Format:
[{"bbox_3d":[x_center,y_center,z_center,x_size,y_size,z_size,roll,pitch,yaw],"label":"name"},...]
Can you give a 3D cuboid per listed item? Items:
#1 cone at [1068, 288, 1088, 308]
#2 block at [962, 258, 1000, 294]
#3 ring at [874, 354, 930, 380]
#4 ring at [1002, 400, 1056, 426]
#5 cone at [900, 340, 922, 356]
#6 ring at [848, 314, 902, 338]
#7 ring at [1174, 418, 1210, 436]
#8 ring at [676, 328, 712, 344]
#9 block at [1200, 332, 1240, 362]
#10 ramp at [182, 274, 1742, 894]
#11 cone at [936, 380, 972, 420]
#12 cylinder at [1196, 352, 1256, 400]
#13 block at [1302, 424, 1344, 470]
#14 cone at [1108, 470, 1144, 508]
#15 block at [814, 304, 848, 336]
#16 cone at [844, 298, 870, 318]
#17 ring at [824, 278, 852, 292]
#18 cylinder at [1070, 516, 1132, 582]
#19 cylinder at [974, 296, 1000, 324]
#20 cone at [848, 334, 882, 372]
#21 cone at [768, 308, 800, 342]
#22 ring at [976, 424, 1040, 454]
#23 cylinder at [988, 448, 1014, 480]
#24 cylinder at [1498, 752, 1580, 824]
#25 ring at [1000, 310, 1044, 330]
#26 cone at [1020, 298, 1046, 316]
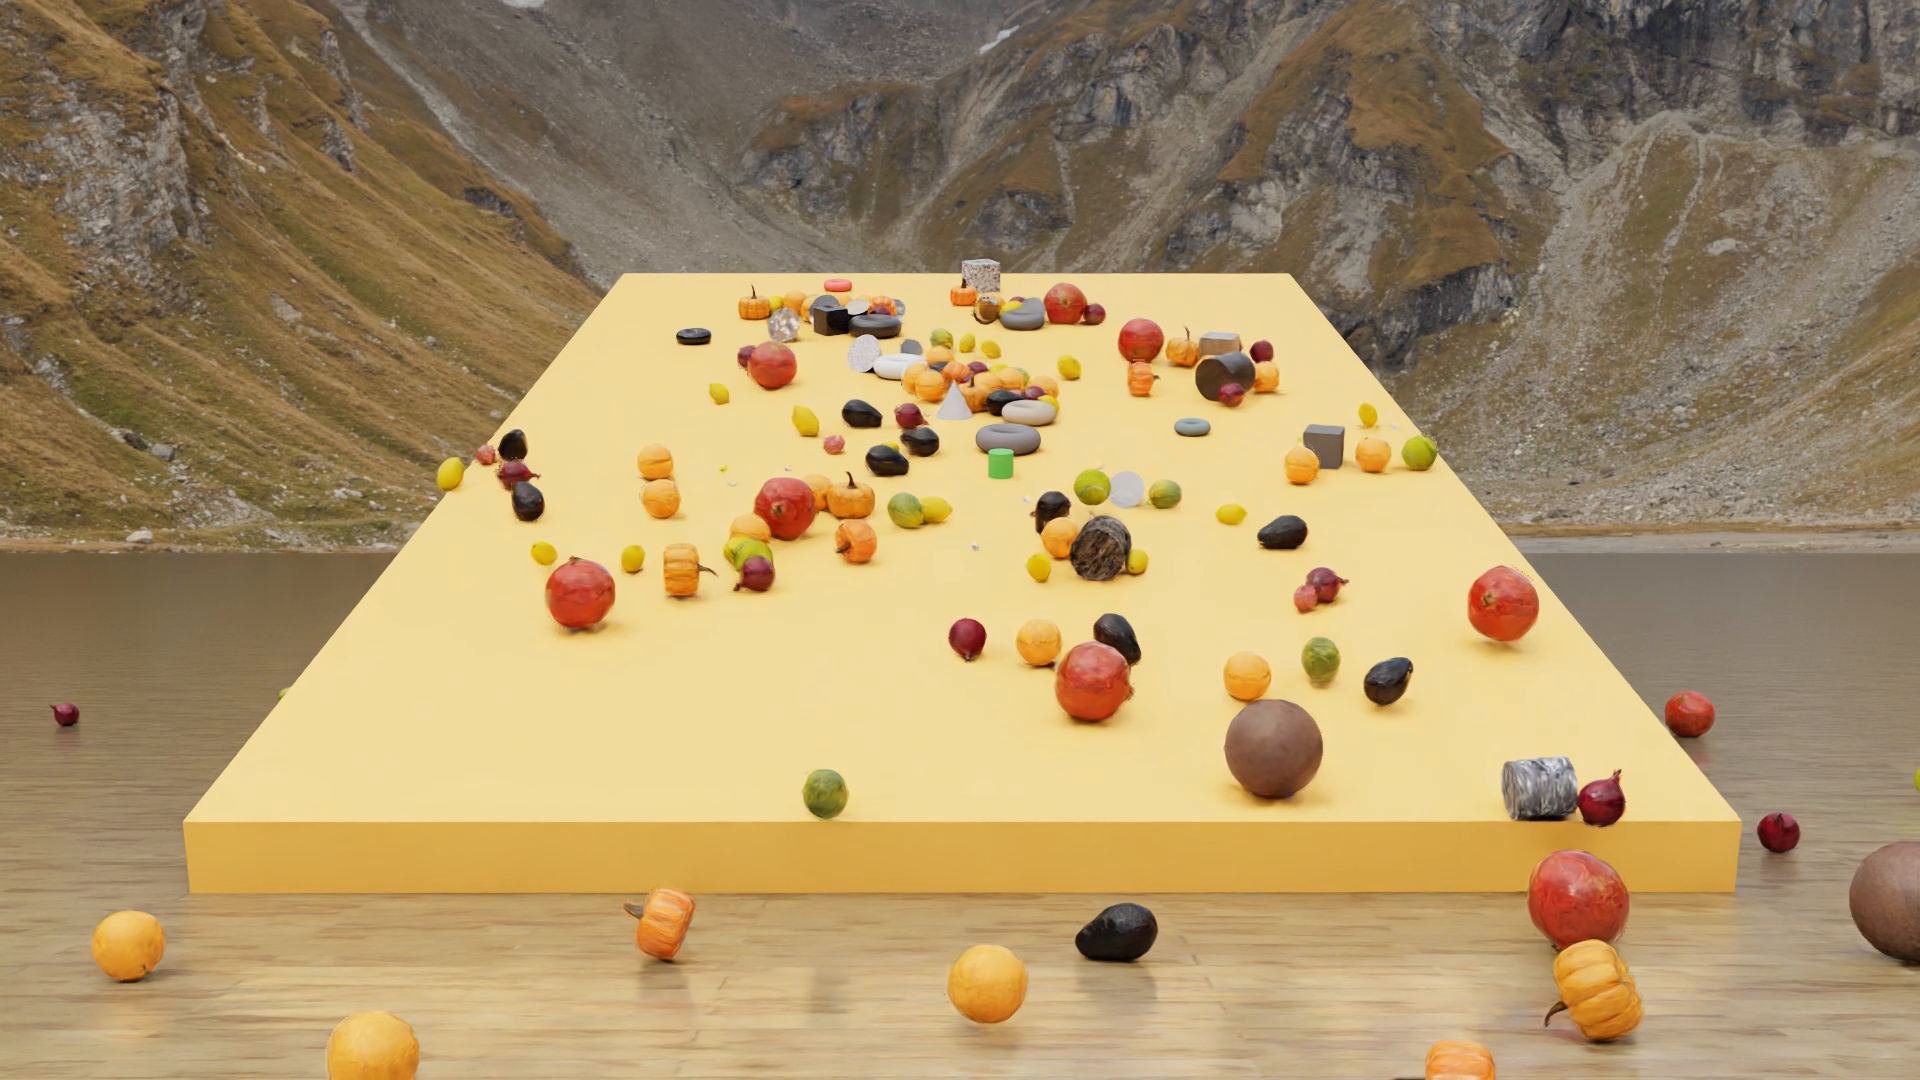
[{"bbox_3d":[0.329,-0.679,6.183,0.054,0.054,0.054,0,17,0],"label":"cone"},{"bbox_3d":[0.061,-0.759,6.394,0.083,0.083,0.083,-8,19,-24],"label":"block"},{"bbox_3d":[-0.141,-0.416,5.331,0.134,0.045,0.134,1,17,0],"label":"ring"},{"bbox_3d":[0.153,-0.279,4.889,0.122,0.041,0.122,1,16,0],"label":"ring"},{"bbox_3d":[-0.127,-0.464,5.519,0.058,0.058,0.058,0,-10,-13],"label":"cone"},{"bbox_3d":[-0.222,-0.558,5.794,0.141,0.047,0.141,1,16,0],"label":"ring"},{"bbox_3d":[0.502,-0.244,4.796,0.079,0.026,0.079,-1,18,0],"label":"ring"},{"bbox_3d":[-0.684,-0.523,5.704,0.094,0.031,0.094,-1,16,0],"label":"ring"},{"bbox_3d":[0.633,-0.458,5.410,0.081,0.081,0.081,6,18,19],"label":"block"},{"bbox_3d":[-0.003,-0.172,4.775,2.000,0.100,4.000,0,17,0],"label":"ramp"},{"bbox_3d":[-0.013,-0.315,4.931,0.084,0.084,0.084,0,17,0],"label":"cone"},{"bbox_3d":[0.611,-0.377,5.110,0.099,0.099,0.099,0,12,43],"label":"cylinder"},{"bbox_3d":[0.743,-0.191,4.542,0.073,0.073,0.073,5,18,17],"label":"block"},{"bbox_3d":[0.330,-0.089,4.275,0.075,0.075,0.075,0,-11,21],"label":"cone"},{"bbox_3d":[-0.338,-0.575,5.816,0.066,0.066,0.066,-11,20,-33],"label":"block"},{"bbox_3d":[-0.265,-0.588,5.866,0.069,0.069,0.069,-8,40,7],"label":"cone"},{"bbox_3d":[-0.352,-0.735,6.410,0.083,0.028,0.083,0,18,0],"label":"ring"},{"bbox_3d":[0.243,0.015,3.830,0.092,0.092,0.092,0,16,14],"label":"cylinder"},{"bbox_3d":[0.071,-0.616,5.952,0.066,0.066,0.066,0,17,5],"label":"cylinder"},{"bbox_3d":[-0.207,-0.441,5.414,0.096,0.096,0.096,0,-13,34],"label":"cone"},{"bbox_3d":[-0.440,-0.545,5.759,0.091,0.091,0.091,0,-11,19],"label":"cone"},{"bbox_3d":[0.101,-0.212,4.656,0.139,0.046,0.139,1,16,0],"label":"ring"},{"bbox_3d":[0.082,-0.153,4.453,0.051,0.051,0.051,0,17,0],"label":"cylinder"},{"bbox_3d":[0.745,0.318,2.854,0.075,0.075,0.075,-17,3,-11],"label":"cylinder"},{"bbox_3d":[0.165,-0.585,5.897,0.120,0.040,0.120,0,18,0],"label":"ring"},{"bbox_3d":[0.208,-0.609,5.984,0.074,0.074,0.074,0,-11,21],"label":"cone"}]
